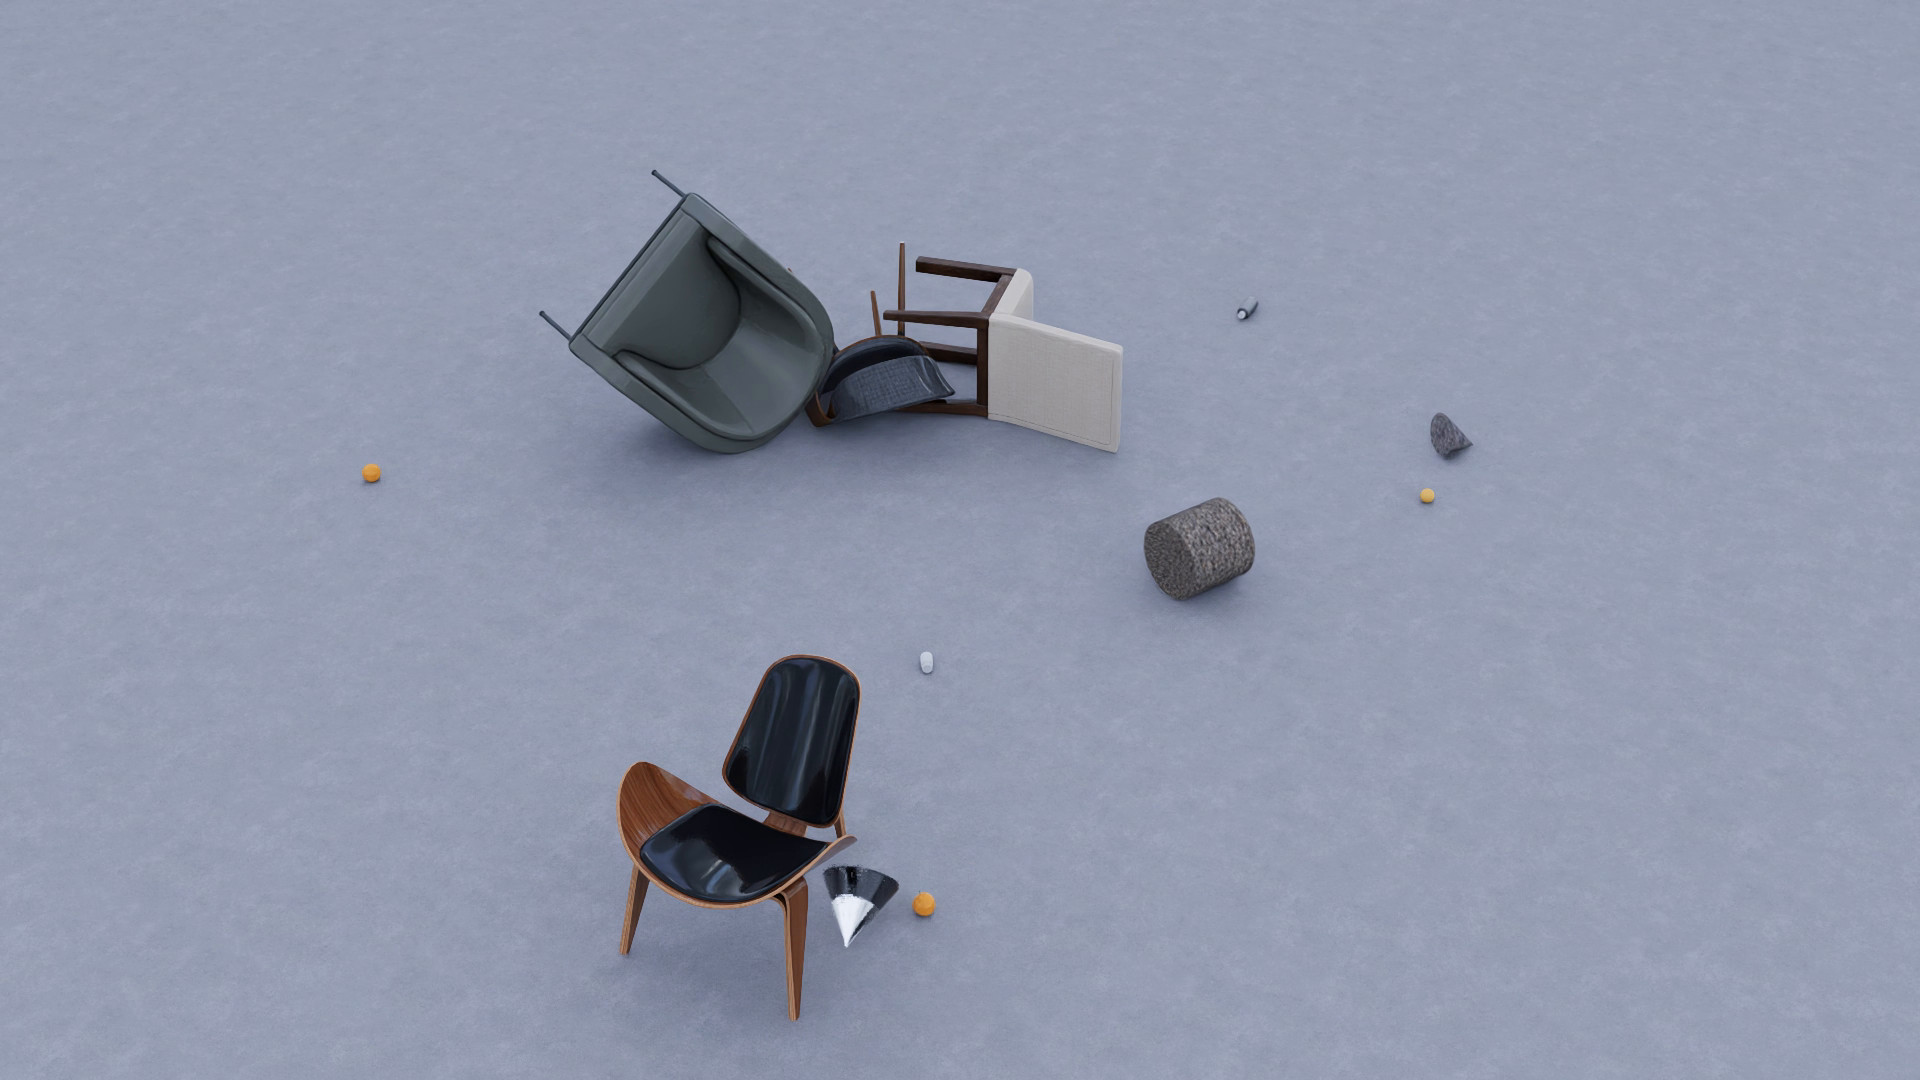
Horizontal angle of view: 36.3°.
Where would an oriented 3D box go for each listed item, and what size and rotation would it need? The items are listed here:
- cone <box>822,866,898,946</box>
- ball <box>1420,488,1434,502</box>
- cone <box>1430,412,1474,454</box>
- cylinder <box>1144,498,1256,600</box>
[{"bbox_3d":[-0.330,1.160,9.089,0.248,0.230,0.223,-5,58,29],"label":"cone"},{"bbox_3d":[1.778,-0.169,11.151,0.055,0.055,0.055,0,33,0],"label":"ball"},{"bbox_3d":[1.950,-0.394,11.488,0.145,0.130,0.260,18,27,-18],"label":"cone"},{"bbox_3d":[0.868,0.030,10.630,0.278,0.297,0.296,-22,13,-29],"label":"cylinder"}]
